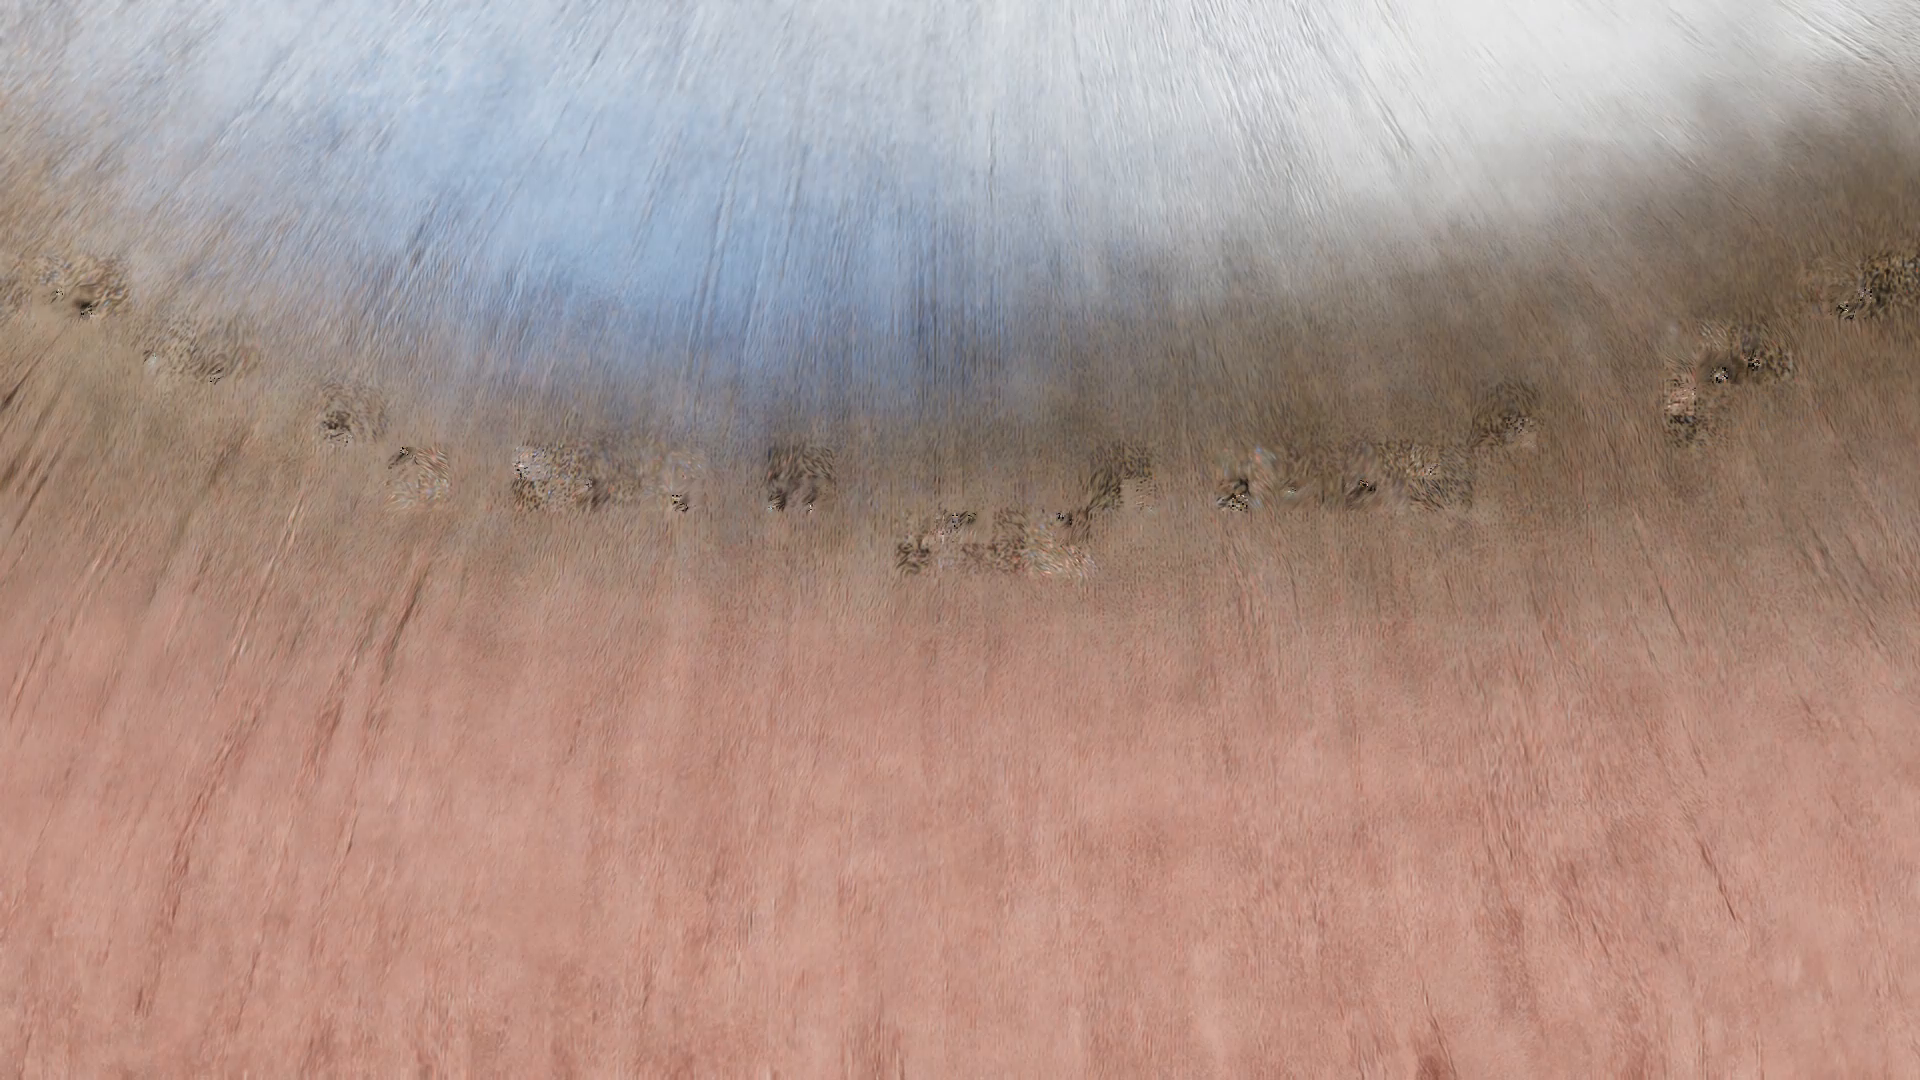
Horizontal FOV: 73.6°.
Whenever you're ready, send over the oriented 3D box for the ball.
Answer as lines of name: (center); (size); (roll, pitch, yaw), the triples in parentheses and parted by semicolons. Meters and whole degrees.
ball: (0.000, -0.002, 0.056); (0.080, 0.080, 0.080); (0, 4, 0)
